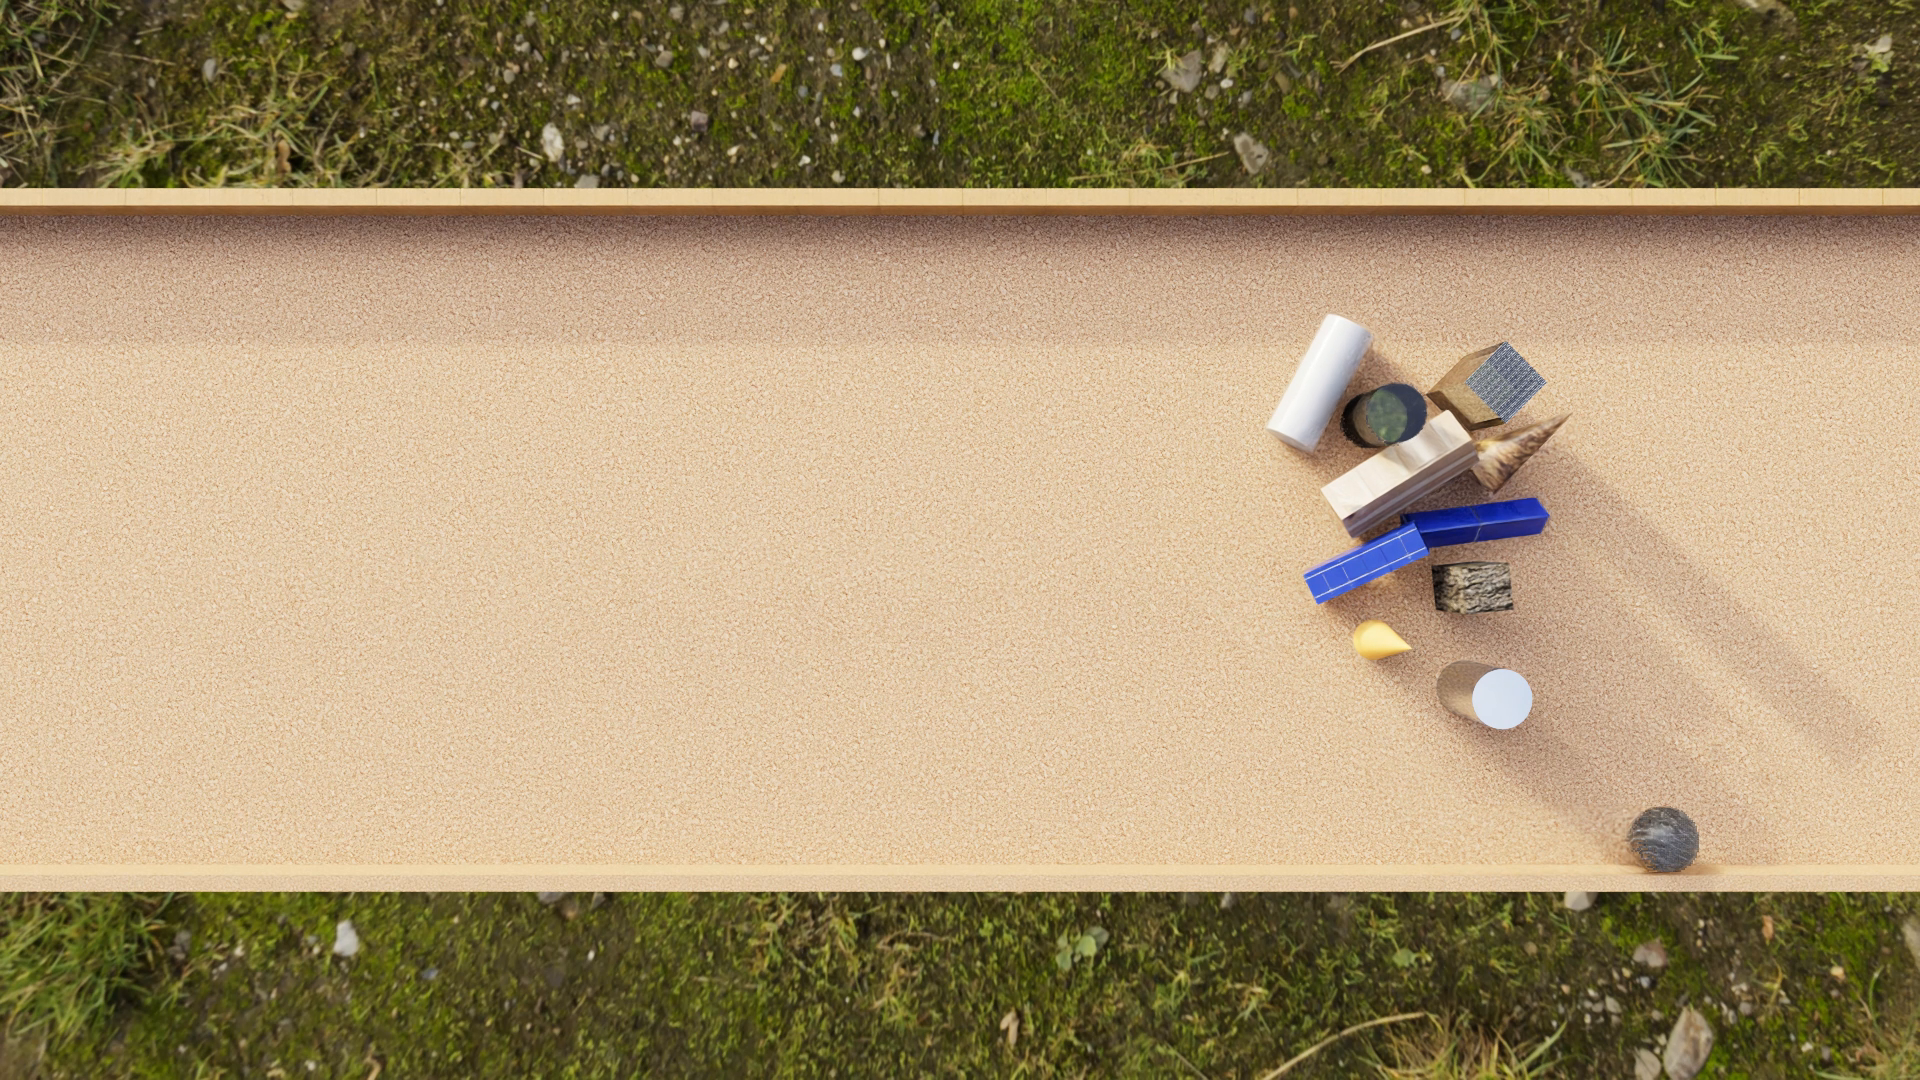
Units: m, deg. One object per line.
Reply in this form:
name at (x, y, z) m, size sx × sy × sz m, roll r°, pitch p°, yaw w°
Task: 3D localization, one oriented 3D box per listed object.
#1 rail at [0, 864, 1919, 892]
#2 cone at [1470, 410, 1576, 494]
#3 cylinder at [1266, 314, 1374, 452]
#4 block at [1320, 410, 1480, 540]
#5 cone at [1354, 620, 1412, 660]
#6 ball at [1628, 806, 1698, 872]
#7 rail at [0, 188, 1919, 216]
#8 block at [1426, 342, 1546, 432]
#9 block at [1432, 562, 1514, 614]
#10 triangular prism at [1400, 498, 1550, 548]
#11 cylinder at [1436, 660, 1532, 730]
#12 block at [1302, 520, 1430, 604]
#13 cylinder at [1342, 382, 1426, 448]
rail at (-2.247, 1.025, 5.001) m, size 12.000 × 0.150 × 0.050 m, roll 0°, pitch 90°, yaw 0°
cone at (1.695, -0.298, 4.924) m, size 0.329 × 0.166 × 0.166 m, roll -36°, pitch 90°, yaw 29°
cylinder at (1.090, -0.473, 4.998) m, size 0.156 × 0.156 × 0.390 m, roll 28°, pitch 90°, yaw 0°
block at (1.321, -0.195, 4.951) m, size 0.440 × 0.130 × 0.130 m, roll -33°, pitch 52°, yaw 9°
cone at (1.274, 0.307, 4.862) m, size 0.125 × 0.429 × 0.125 m, roll 0°, pitch 90°, yaw 0°
ball at (2.120, 0.903, 4.980) m, size 0.193 × 0.193 × 0.193 m, roll 0°, pitch 90°, yaw 0°
rail at (-2.247, -1.025, 5.002) m, size 12.000 × 0.150 × 0.050 m, roll 0°, pitch 90°, yaw 0°
block at (1.550, -0.448, 4.879) m, size 0.167 × 0.395 × 0.167 m, roll -45°, pitch 90°, yaw 0°
block at (1.525, 0.140, 4.921) m, size 0.137 × 0.312 × 0.137 m, roll -6°, pitch 90°, yaw 0°
triangular prism at (1.570, -0.048, 5.026) m, size 0.423 × 0.096 × 0.110 m, roll -7°, pitch 90°, yaw 0°
cylinder at (1.552, 0.455, 4.897) m, size 0.172 × 0.358 × 0.172 m, roll 0°, pitch 90°, yaw 0°
block at (1.225, 0.067, 4.975) m, size 0.360 × 0.101 × 0.101 m, roll -27°, pitch 90°, yaw 17°
cylinder at (1.261, -0.368, 4.916) m, size 0.173 × 0.320 × 0.173 m, roll 0°, pitch 90°, yaw 0°
